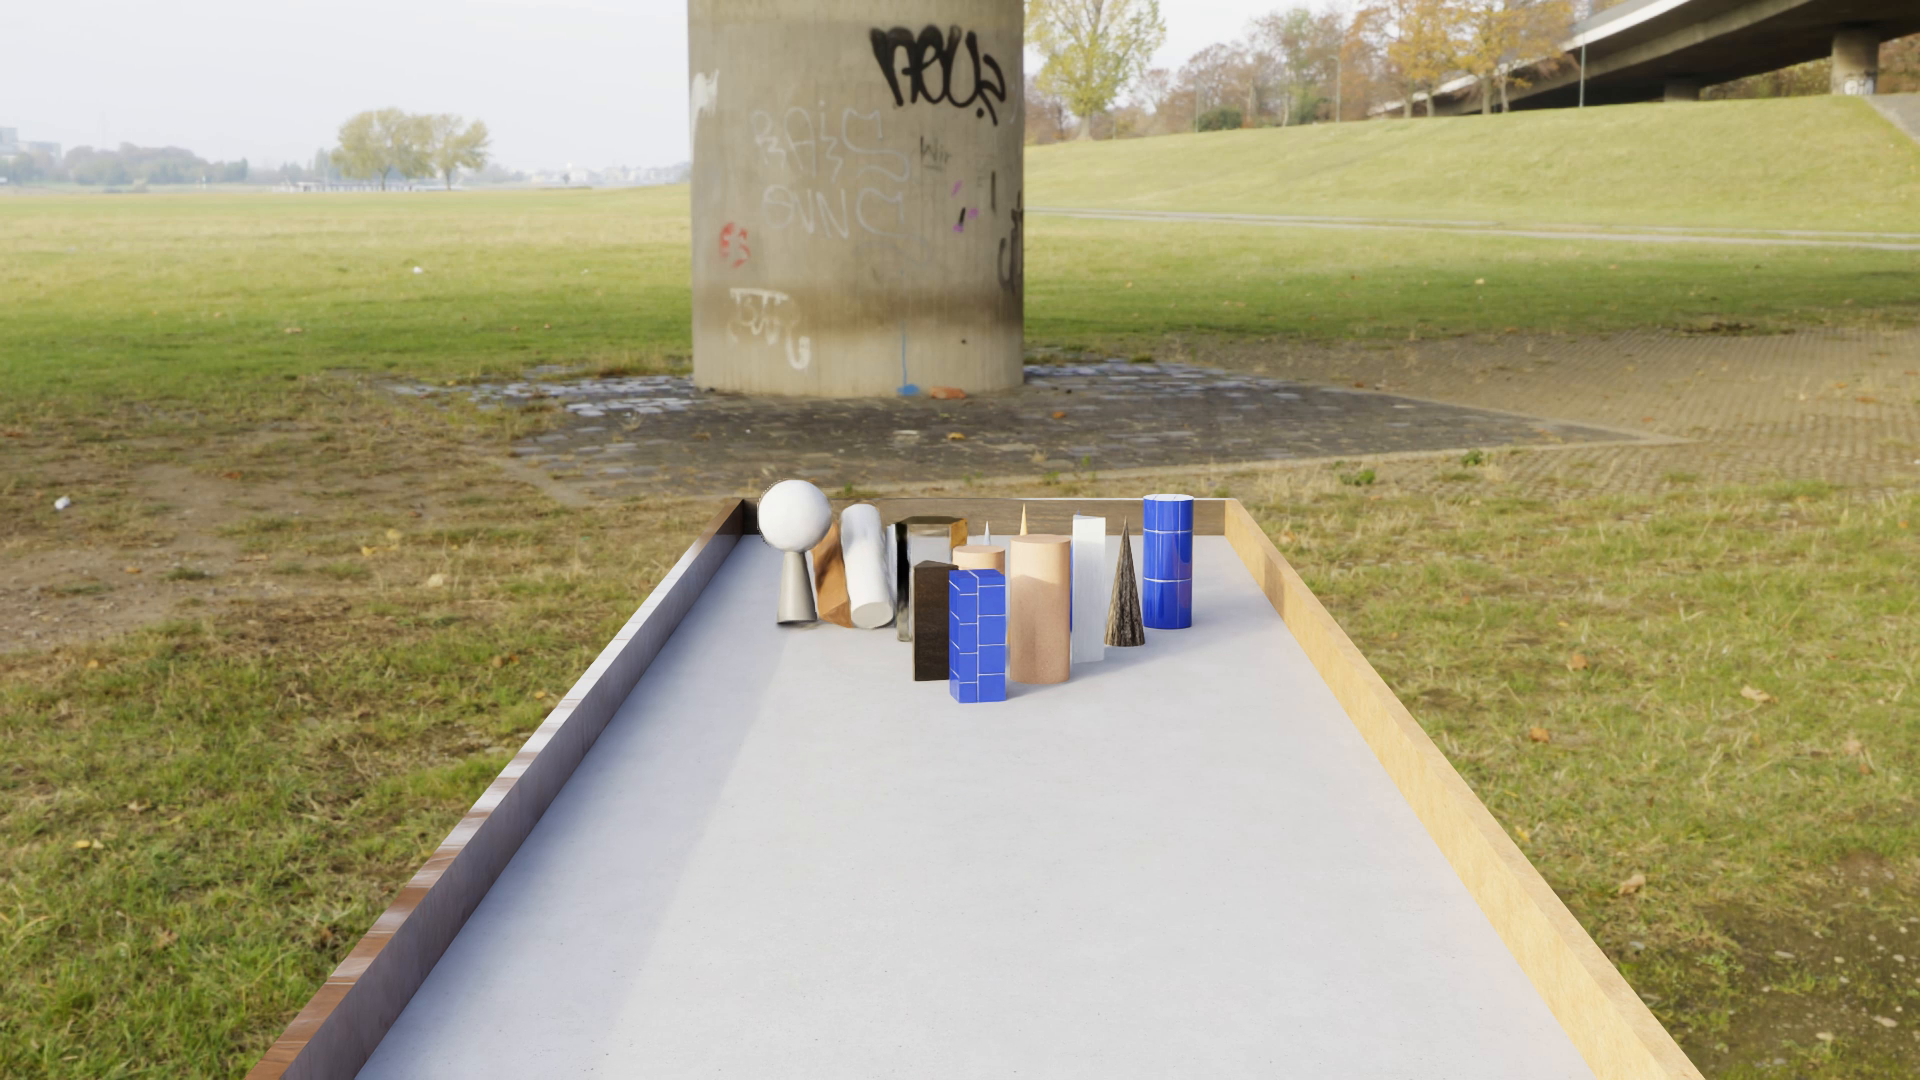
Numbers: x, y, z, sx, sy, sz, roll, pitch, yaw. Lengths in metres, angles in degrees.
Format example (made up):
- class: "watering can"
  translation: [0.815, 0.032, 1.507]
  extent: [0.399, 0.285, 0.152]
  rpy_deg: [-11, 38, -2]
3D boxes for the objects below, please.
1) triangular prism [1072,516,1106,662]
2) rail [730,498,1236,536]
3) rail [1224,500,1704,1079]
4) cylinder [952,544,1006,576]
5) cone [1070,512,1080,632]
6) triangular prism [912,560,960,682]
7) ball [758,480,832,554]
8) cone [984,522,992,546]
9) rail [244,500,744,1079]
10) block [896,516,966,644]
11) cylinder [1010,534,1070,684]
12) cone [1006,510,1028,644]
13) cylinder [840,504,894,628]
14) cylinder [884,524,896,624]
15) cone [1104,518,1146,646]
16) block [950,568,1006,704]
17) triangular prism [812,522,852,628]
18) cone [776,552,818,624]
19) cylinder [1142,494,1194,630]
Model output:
- class: "triangular prism"
  translation: [0.369, 0.146, 6.688]
  extent: [0.109, 0.437, 0.094]
  rpy_deg: [-5, 10, -27]
- class: "rail"
  translation: [0.099, -0.098, 9.147]
  extent: [2.100, 0.150, 0.050]
  rpy_deg: [0, 9, 1]
- class: "rail"
  translation: [1.046, 0.843, 3.208]
  extent: [0.050, 0.150, 12.000]
  rpy_deg: [0, 9, 1]
- class: "cylinder"
  translation: [0.057, 0.195, 6.690]
  extent: [0.161, 0.340, 0.161]
  rpy_deg: [0, 9, 0]
- class: "cone"
  translation: [0.385, 0.093, 7.178]
  extent: [0.145, 0.390, 0.145]
  rpy_deg: [0, 9, 0]
- class: "triangular prism"
  translation: [-0.085, 0.234, 6.454]
  extent: [0.138, 0.337, 0.120]
  rpy_deg: [-2, 9, -15]
- class: "ball"
  translation: [-0.533, -0.076, 7.104]
  extent: [0.238, 0.238, 0.238]
  rpy_deg: [0, 9, 0]
- class: "cone"
  translation: [0.089, 0.109, 7.218]
  extent: [0.120, 0.345, 0.120]
  rpy_deg: [0, 9, 0]
- class: "rail"
  translation: [-1.004, 0.839, 3.234]
  extent: [0.050, 0.150, 12.000]
  rpy_deg: [0, 9, 1]
- class: "block"
  translation: [-0.090, 0.126, 6.989]
  extent: [0.176, 0.381, 0.176]
  rpy_deg: [3, 9, 17]
- class: "cylinder"
  translation: [0.234, 0.201, 6.425]
  extent: [0.176, 0.413, 0.176]
  rpy_deg: [0, 9, 0]
- class: "cone"
  translation: [0.201, 0.104, 6.930]
  extent: [0.107, 0.445, 0.107]
  rpy_deg: [0, 9, 0]
- class: "cylinder"
  translation: [-0.308, 0.082, 7.234]
  extent: [0.137, 0.137, 0.411]
  rpy_deg: [-1, 51, -9]
- class: "cylinder"
  translation: [-0.202, 0.111, 7.308]
  extent: [0.110, 0.323, 0.110]
  rpy_deg: [2, -32, 1]
- class: "cone"
  translation: [0.520, 0.122, 6.929]
  extent: [0.132, 0.411, 0.132]
  rpy_deg: [0, 9, 0]
- class: "block"
  translation: [0.048, 0.269, 6.180]
  extent: [0.132, 0.355, 0.132]
  rpy_deg: [-2, 9, -12]
- class: "triangular prism"
  translation: [-0.410, 0.102, 7.315]
  extent: [0.118, 0.102, 0.448]
  rpy_deg: [18, 31, -20]
- class: "cone"
  translation: [-0.544, 0.047, 7.229]
  extent: [0.136, 0.445, 0.136]
  rpy_deg: [-3, -6, 0]
- class: "cylinder"
  translation: [0.681, 0.070, 7.211]
  extent: [0.165, 0.424, 0.165]
  rpy_deg: [0, 9, 0]
